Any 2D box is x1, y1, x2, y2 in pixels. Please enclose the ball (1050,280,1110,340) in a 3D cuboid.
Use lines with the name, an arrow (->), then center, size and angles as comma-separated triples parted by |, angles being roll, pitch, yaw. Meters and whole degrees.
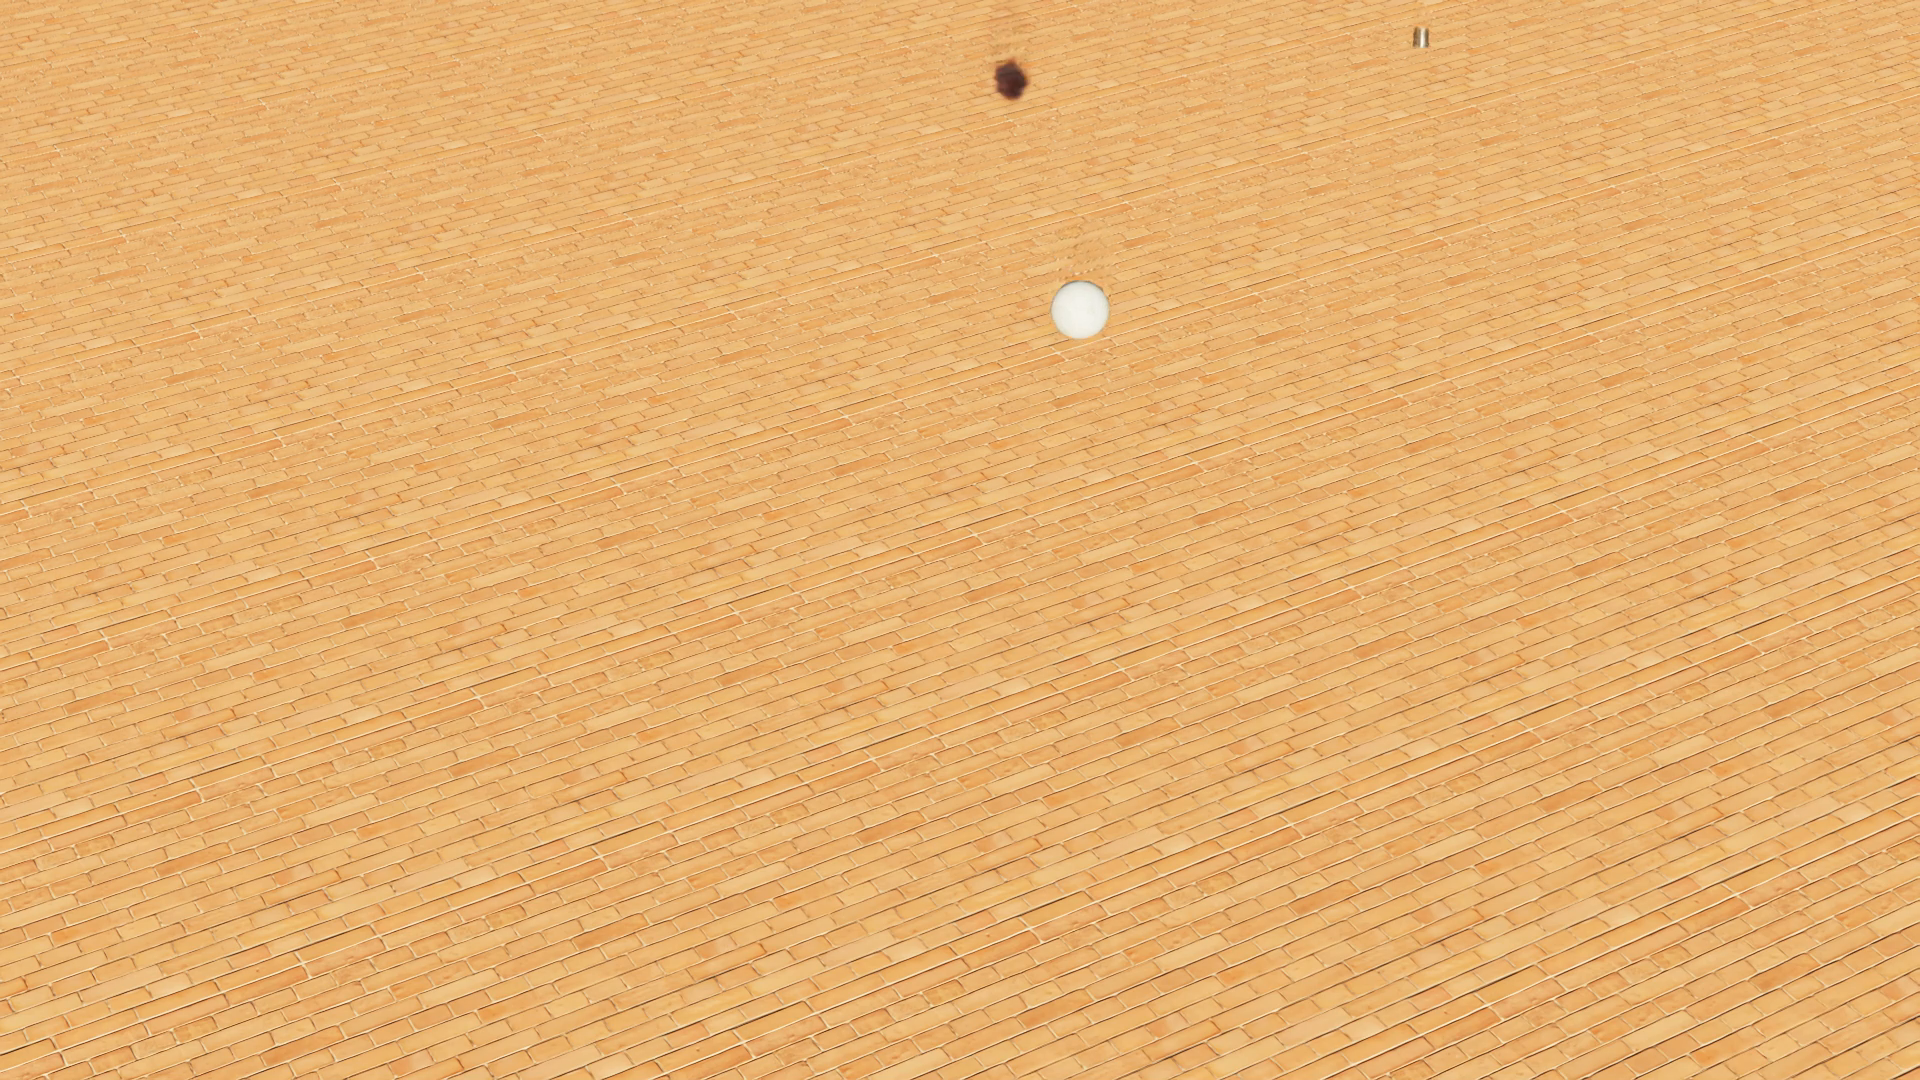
ball -> 0.344, -0.661, 8.411 | 0.170, 0.170, 0.170 | 0, 33, 0

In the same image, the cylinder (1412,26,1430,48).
cylinder -> 1.343, -1.465, 8.544 | 0.045, 0.056, 0.040 | 9, 15, 27
